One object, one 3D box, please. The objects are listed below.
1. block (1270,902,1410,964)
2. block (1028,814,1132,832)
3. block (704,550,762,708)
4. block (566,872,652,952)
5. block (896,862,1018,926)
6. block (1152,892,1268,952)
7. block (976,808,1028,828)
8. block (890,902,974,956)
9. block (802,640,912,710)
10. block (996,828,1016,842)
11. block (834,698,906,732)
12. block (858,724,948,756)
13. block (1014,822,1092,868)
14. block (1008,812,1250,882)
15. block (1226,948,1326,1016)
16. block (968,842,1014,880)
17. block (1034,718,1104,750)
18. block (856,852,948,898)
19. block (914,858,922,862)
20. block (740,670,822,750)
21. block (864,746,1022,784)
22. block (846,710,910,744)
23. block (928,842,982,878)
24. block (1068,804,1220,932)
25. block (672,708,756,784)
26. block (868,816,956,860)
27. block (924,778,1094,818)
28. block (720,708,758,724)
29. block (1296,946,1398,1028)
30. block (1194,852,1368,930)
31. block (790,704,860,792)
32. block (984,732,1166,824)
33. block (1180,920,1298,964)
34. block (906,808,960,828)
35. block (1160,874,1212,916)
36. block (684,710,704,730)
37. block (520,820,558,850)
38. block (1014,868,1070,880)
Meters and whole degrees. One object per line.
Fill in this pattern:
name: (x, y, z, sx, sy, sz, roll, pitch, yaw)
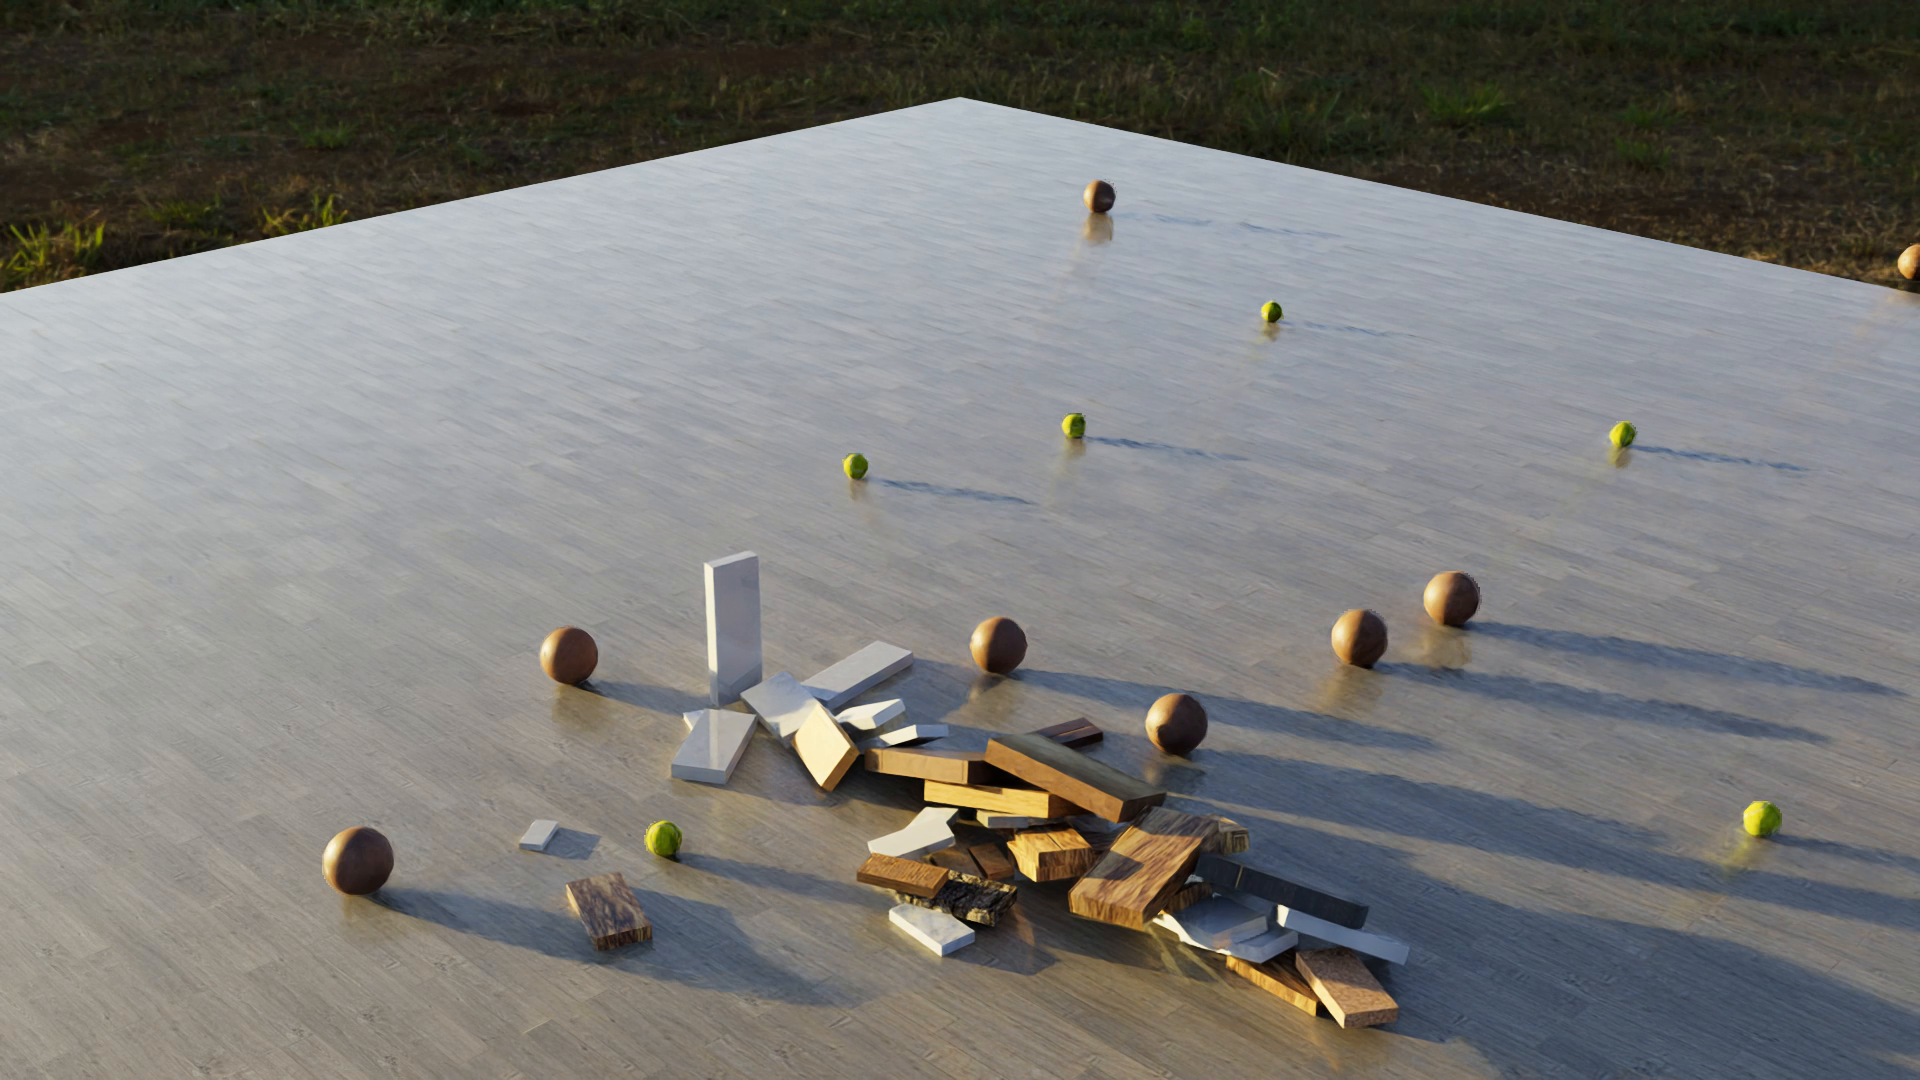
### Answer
block: (0.675, 0.700, 3.923, 0.227, 0.032, 0.113, 18, -3, -4)
block: (0.226, 0.548, 4.354, 0.203, 0.029, 0.102, 0, 7, 30)
block: (-0.499, 0.197, 4.860, 0.117, 0.340, 0.033, -16, 28, -34)
block: (-0.655, 0.690, 4.097, 0.103, 0.029, 0.206, -10, 25, -23)
block: (-0.007, 0.661, 4.112, 0.203, 0.029, 0.102, 11, 24, 23)
block: (0.448, 0.687, 4.003, 0.113, 0.032, 0.227, -15, 12, -24)
block: (0.082, 0.541, 4.280, 0.078, 0.022, 0.156, 1, -1, -7)
block: (-0.052, 0.711, 4.057, 0.078, 0.022, 0.156, -17, 29, -35)
block: (-0.242, 0.308, 4.997, 0.103, 0.029, 0.308, 16, 28, 33)
block: (0.128, 0.588, 4.355, 0.054, 0.015, 0.107, -18, 29, -36)
block: (-0.208, 0.377, 4.664, 0.091, 0.026, 0.183, -28, 9, -41)
block: (-0.119, 0.418, 4.594, 0.091, 0.026, 0.183, 3, -18, -44)
block: (0.175, 0.574, 4.142, 0.102, 0.029, 0.203, -4, 7, -10)
block: (0.325, 0.590, 4.238, 0.440, 0.043, 0.152, -5, 7, -18)
block: (0.584, 0.771, 3.907, 0.100, 0.028, 0.201, -20, 30, -39)
block: (0.059, 0.624, 4.270, 0.054, 0.015, 0.107, -8, 24, -19)
block: (0.222, 0.425, 4.732, 0.154, 0.022, 0.077, -13, 26, -27)
block: (-0.107, 0.628, 4.121, 0.154, 0.022, 0.077, 10, 24, 20)
block: (-0.104, 0.638, 4.231, 0.072, 0.020, 0.143, -9, 25, -21)
block: (-0.380, 0.369, 4.810, 0.117, 0.033, 0.233, -27, 31, -18)
block: (-0.031, 0.455, 4.460, 0.160, 0.045, 0.320, 2, -1, -41)
block: (-0.206, 0.404, 4.669, 0.183, 0.026, 0.091, -18, 8, 34)
block: (-0.009, 0.632, 4.246, 0.072, 0.020, 0.143, -6, 24, -14)
block: (0.342, 0.600, 4.055, 0.152, 0.043, 0.303, 10, 32, 32)
block: (-0.521, 0.437, 4.670, 0.117, 0.033, 0.233, 6, 27, 10)
block: (-0.093, 0.588, 4.261, 0.154, 0.022, 0.077, -18, 28, -12)
block: (0.102, 0.505, 4.357, 0.320, 0.045, 0.160, 2, 0, 42)
block: (-0.495, 0.394, 4.816, 0.094, 0.013, 0.047, 11, 25, 24)
block: (0.670, 0.775, 3.820, 0.100, 0.028, 0.201, -4, 22, -15)
block: (0.585, 0.636, 3.992, 0.303, 0.043, 0.152, 17, -4, 15)
block: (-0.284, 0.434, 4.612, 0.029, 0.103, 0.206, 34, 5, -31)
block: (0.222, 0.459, 4.271, 0.320, 0.045, 0.160, 22, 13, 33)
block: (0.502, 0.715, 3.976, 0.100, 0.028, 0.201, -18, 14, -37)
block: (-0.061, 0.570, 4.364, 0.072, 0.020, 0.143, 0, 17, 22)
block: (0.349, 0.648, 4.116, 0.113, 0.032, 0.227, -19, 14, -38)
block: (-0.568, 0.400, 4.801, 0.047, 0.013, 0.094, -9, 25, -20)
block: (-0.835, 0.585, 4.365, 0.047, 0.013, 0.094, 4, 23, 10)
block: (0.158, 0.636, 4.243, 0.107, 0.015, 0.054, 0, 23, 0)
